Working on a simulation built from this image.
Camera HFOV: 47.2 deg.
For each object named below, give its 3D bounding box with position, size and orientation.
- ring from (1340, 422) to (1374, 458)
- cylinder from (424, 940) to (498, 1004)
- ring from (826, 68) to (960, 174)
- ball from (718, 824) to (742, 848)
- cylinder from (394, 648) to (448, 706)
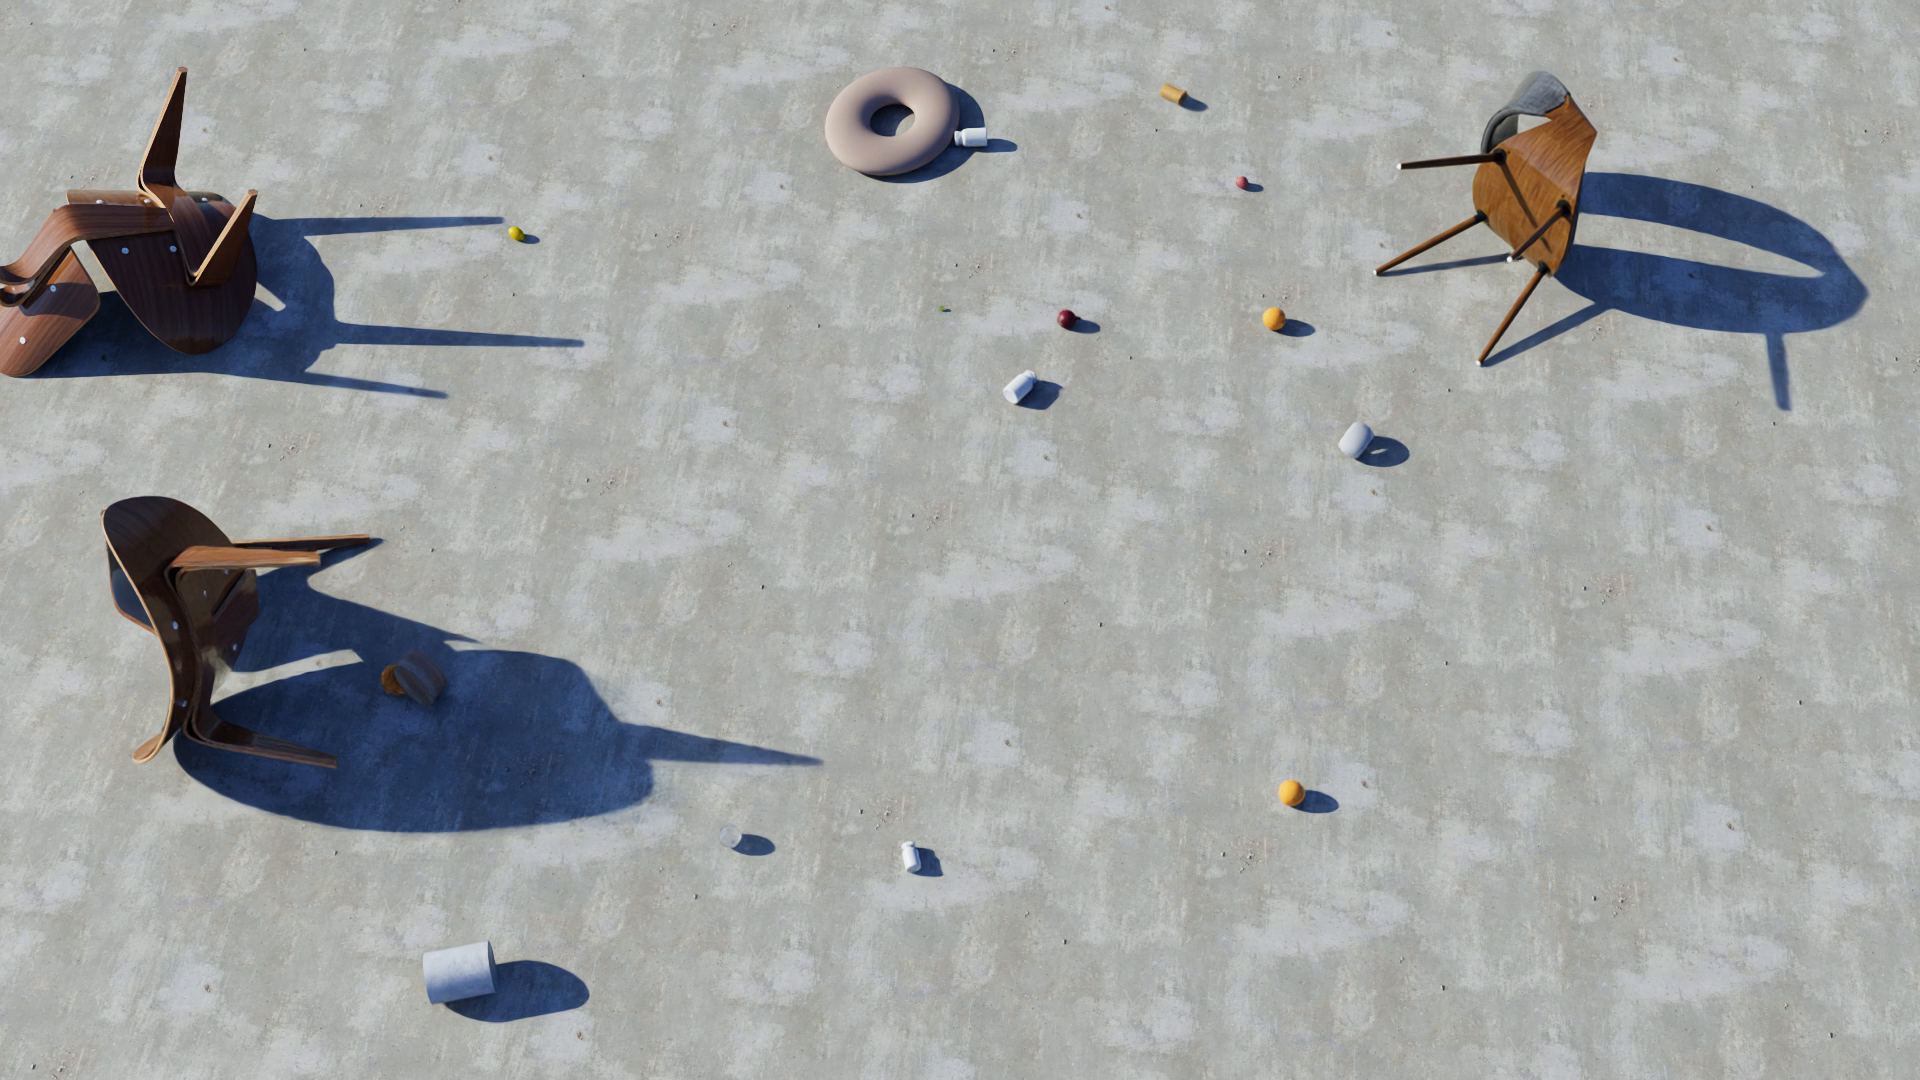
[{"bbox_3d":[1.213,-0.306,6.730,0.074,0.083,0.121,36,65,11],"label":"ring"},{"bbox_3d":[-1.302,1.128,5.735,0.166,0.136,0.136,-10,74,-6],"label":"cylinder"},{"bbox_3d":[-0.229,-1.430,7.492,0.441,0.071,0.514,26,60,16],"label":"ring"},{"bbox_3d":[-0.627,0.808,5.994,0.064,0.064,0.064,0,56,0],"label":"ball"},{"bbox_3d":[-1.528,0.388,6.230,0.086,0.146,0.081,-20,25,38],"label":"cylinder"}]
